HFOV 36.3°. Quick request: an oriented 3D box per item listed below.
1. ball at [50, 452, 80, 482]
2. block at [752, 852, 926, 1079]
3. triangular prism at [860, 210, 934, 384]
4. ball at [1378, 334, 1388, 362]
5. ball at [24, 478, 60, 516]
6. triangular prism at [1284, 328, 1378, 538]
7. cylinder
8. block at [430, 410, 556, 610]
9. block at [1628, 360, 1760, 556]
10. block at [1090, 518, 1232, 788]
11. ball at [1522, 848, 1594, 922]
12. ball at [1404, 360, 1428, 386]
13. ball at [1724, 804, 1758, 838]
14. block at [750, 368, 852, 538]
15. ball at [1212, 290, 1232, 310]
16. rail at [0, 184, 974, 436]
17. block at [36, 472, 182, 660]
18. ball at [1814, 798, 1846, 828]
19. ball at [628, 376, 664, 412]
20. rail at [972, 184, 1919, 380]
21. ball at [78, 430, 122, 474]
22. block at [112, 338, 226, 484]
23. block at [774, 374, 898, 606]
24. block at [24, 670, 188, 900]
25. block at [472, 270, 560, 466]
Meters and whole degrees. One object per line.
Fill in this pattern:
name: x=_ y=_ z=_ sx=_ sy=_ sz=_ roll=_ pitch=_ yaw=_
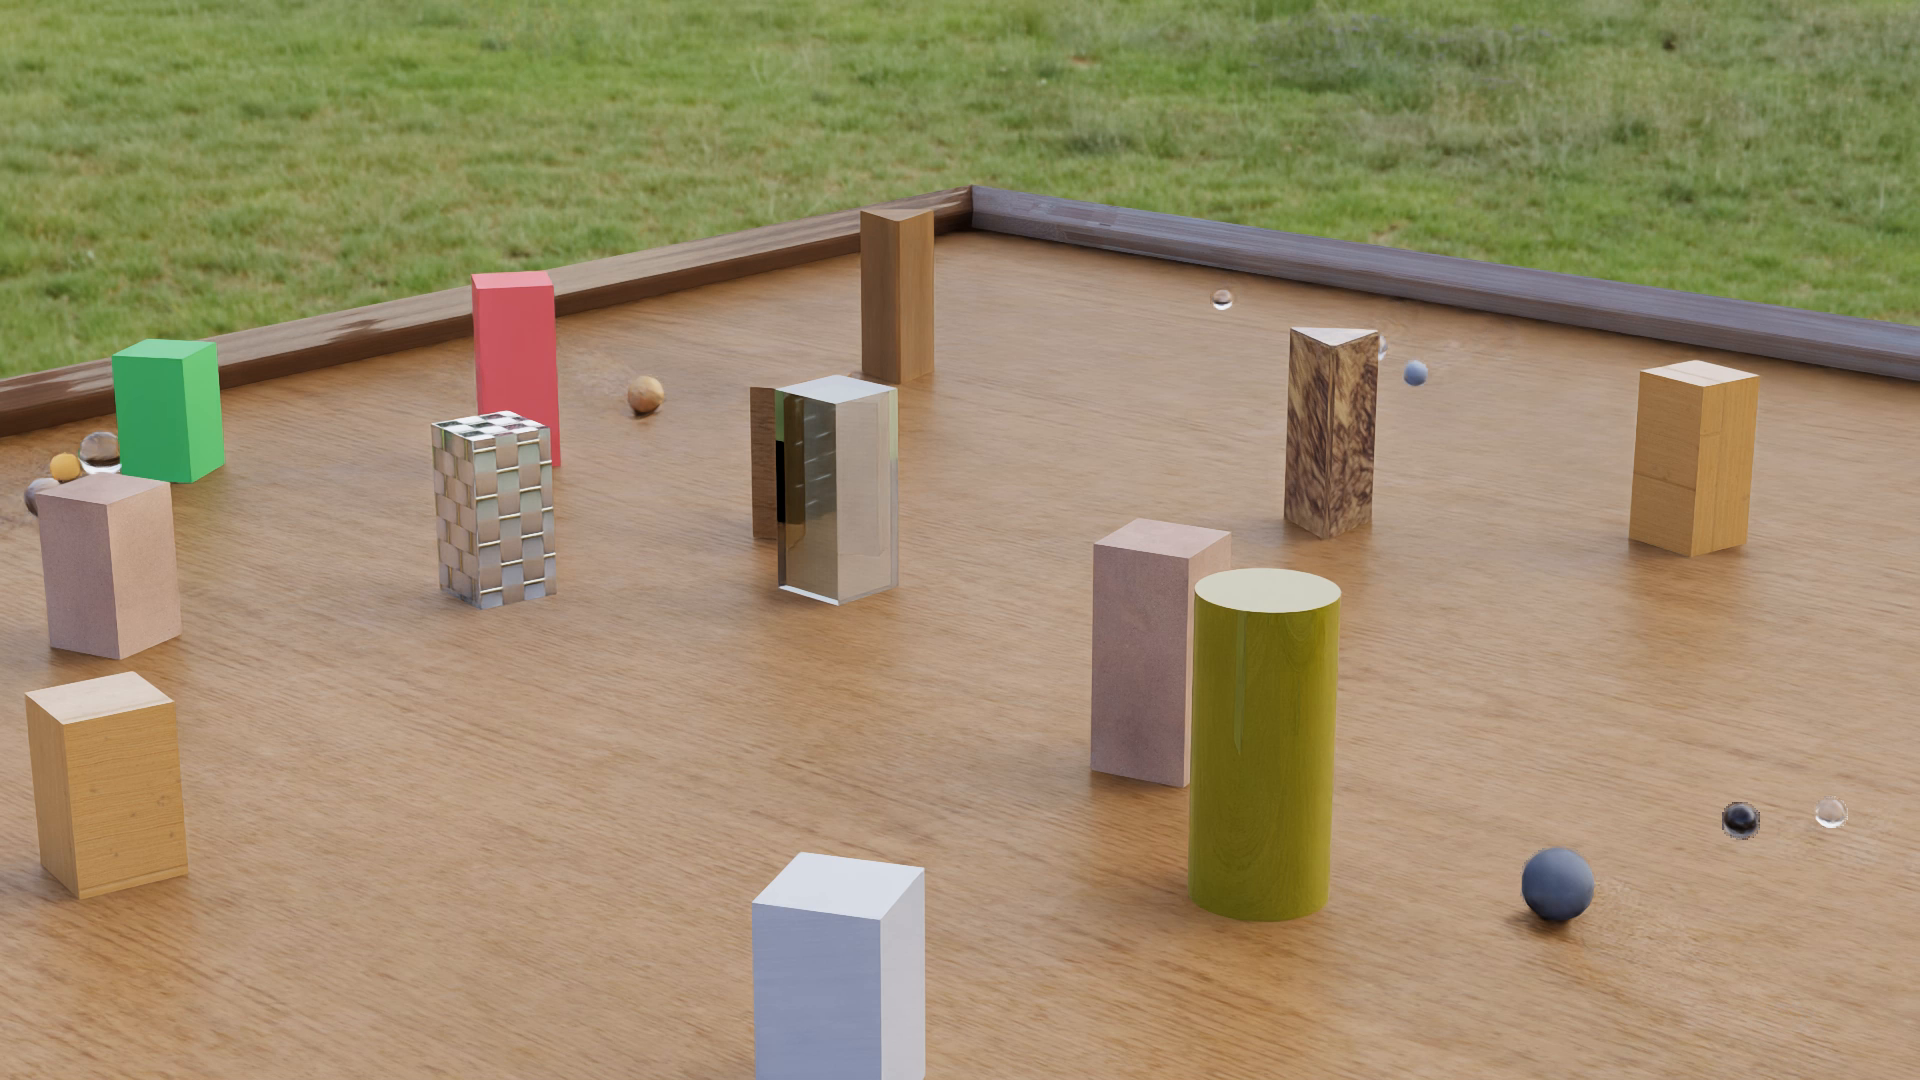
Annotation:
ball: x=-1.772 y=-0.143 z=5.805 sx=0.059 sy=0.059 sz=0.059 roll=0 pitch=17 yaw=0
block: x=-0.134 y=0.509 z=3.305 sx=0.150 sy=0.260 sz=0.150 roll=5 pitch=18 yaw=17
triangular prism: x=-0.121 y=-0.558 z=6.639 sx=0.141 sy=0.371 sz=0.162 roll=-10 pitch=20 yaw=-30
ball: x=0.951 y=-0.446 z=6.781 sx=0.074 sy=0.074 sz=0.074 roll=0 pitch=17 yaw=0
ball: x=-1.736 y=-0.080 z=5.568 sx=0.077 sy=0.077 sz=0.077 roll=0 pitch=17 yaw=0
triangular prism: x=0.674 y=-0.209 z=5.491 sx=0.141 sy=0.368 sz=0.162 roll=13 pitch=21 yaw=36
cylinder: x=0.395 y=0.266 z=3.828 sx=0.187 sy=0.421 sz=0.187 roll=0 pitch=17 yaw=0
block: x=-0.809 y=-0.054 z=5.095 sx=0.150 sy=0.300 sz=0.150 roll=-12 pitch=21 yaw=-35
block: x=1.348 y=-0.152 z=5.387 sx=0.150 sy=0.318 sz=0.150 roll=-11 pitch=20 yaw=-33
block: x=0.294 y=0.163 z=4.295 sx=0.150 sy=0.348 sz=0.150 roll=9 pitch=19 yaw=27
ball: x=0.775 y=0.446 z=3.798 sx=0.094 sy=0.094 sz=0.094 roll=0 pitch=17 yaw=0
ball: x=1.022 y=-0.374 z=6.576 sx=0.056 sy=0.056 sz=0.056 roll=0 pitch=17 yaw=0
ball: x=1.082 y=0.390 z=4.065 sx=0.047 sy=0.047 sz=0.047 roll=0 pitch=17 yaw=0
block: x=-0.294 y=-0.159 z=5.465 sx=0.150 sy=0.287 sz=0.150 roll=4 pitch=17 yaw=14
ball: x=0.657 y=-0.601 z=7.336 sx=0.051 sy=0.051 sz=0.051 roll=0 pitch=17 yaw=0
rail: x=-1.651 y=-0.384 z=6.493 sx=0.045 sy=0.122 sz=5.191 roll=14 pitch=22 yaw=39
block: x=-1.405 y=0.041 z=4.846 sx=0.150 sy=0.264 sz=0.150 roll=8 pitch=19 yaw=25
ball: x=1.217 y=0.382 z=4.101 sx=0.041 sy=0.041 sz=0.041 roll=0 pitch=17 yaw=0
ball: x=-0.681 y=-0.315 z=6.341 sx=0.079 sy=0.079 sz=0.079 roll=0 pitch=17 yaw=0
rail: x=1.686 y=-0.532 z=6.980 sx=4.420 sy=0.122 sz=0.045 roll=14 pitch=22 yaw=39
ball: x=-1.711 y=-0.172 z=5.845 sx=0.092 sy=0.092 sz=0.092 roll=0 pitch=17 yaw=0
block: x=-1.580 y=-0.259 z=5.856 sx=0.150 sy=0.252 sz=0.150 roll=3 pitch=17 yaw=11
block: x=-0.214 y=-0.089 z=5.110 sx=0.150 sy=0.359 sz=0.150 roll=15 pitch=23 yaw=41
block: x=-1.144 y=0.326 z=3.931 sx=0.150 sy=0.246 sz=0.150 roll=-12 pitch=20 yaw=-34
block: x=-0.898 y=-0.343 z=5.928 sx=0.150 sy=0.372 sz=0.150 roll=-4 pitch=17 yaw=-13
